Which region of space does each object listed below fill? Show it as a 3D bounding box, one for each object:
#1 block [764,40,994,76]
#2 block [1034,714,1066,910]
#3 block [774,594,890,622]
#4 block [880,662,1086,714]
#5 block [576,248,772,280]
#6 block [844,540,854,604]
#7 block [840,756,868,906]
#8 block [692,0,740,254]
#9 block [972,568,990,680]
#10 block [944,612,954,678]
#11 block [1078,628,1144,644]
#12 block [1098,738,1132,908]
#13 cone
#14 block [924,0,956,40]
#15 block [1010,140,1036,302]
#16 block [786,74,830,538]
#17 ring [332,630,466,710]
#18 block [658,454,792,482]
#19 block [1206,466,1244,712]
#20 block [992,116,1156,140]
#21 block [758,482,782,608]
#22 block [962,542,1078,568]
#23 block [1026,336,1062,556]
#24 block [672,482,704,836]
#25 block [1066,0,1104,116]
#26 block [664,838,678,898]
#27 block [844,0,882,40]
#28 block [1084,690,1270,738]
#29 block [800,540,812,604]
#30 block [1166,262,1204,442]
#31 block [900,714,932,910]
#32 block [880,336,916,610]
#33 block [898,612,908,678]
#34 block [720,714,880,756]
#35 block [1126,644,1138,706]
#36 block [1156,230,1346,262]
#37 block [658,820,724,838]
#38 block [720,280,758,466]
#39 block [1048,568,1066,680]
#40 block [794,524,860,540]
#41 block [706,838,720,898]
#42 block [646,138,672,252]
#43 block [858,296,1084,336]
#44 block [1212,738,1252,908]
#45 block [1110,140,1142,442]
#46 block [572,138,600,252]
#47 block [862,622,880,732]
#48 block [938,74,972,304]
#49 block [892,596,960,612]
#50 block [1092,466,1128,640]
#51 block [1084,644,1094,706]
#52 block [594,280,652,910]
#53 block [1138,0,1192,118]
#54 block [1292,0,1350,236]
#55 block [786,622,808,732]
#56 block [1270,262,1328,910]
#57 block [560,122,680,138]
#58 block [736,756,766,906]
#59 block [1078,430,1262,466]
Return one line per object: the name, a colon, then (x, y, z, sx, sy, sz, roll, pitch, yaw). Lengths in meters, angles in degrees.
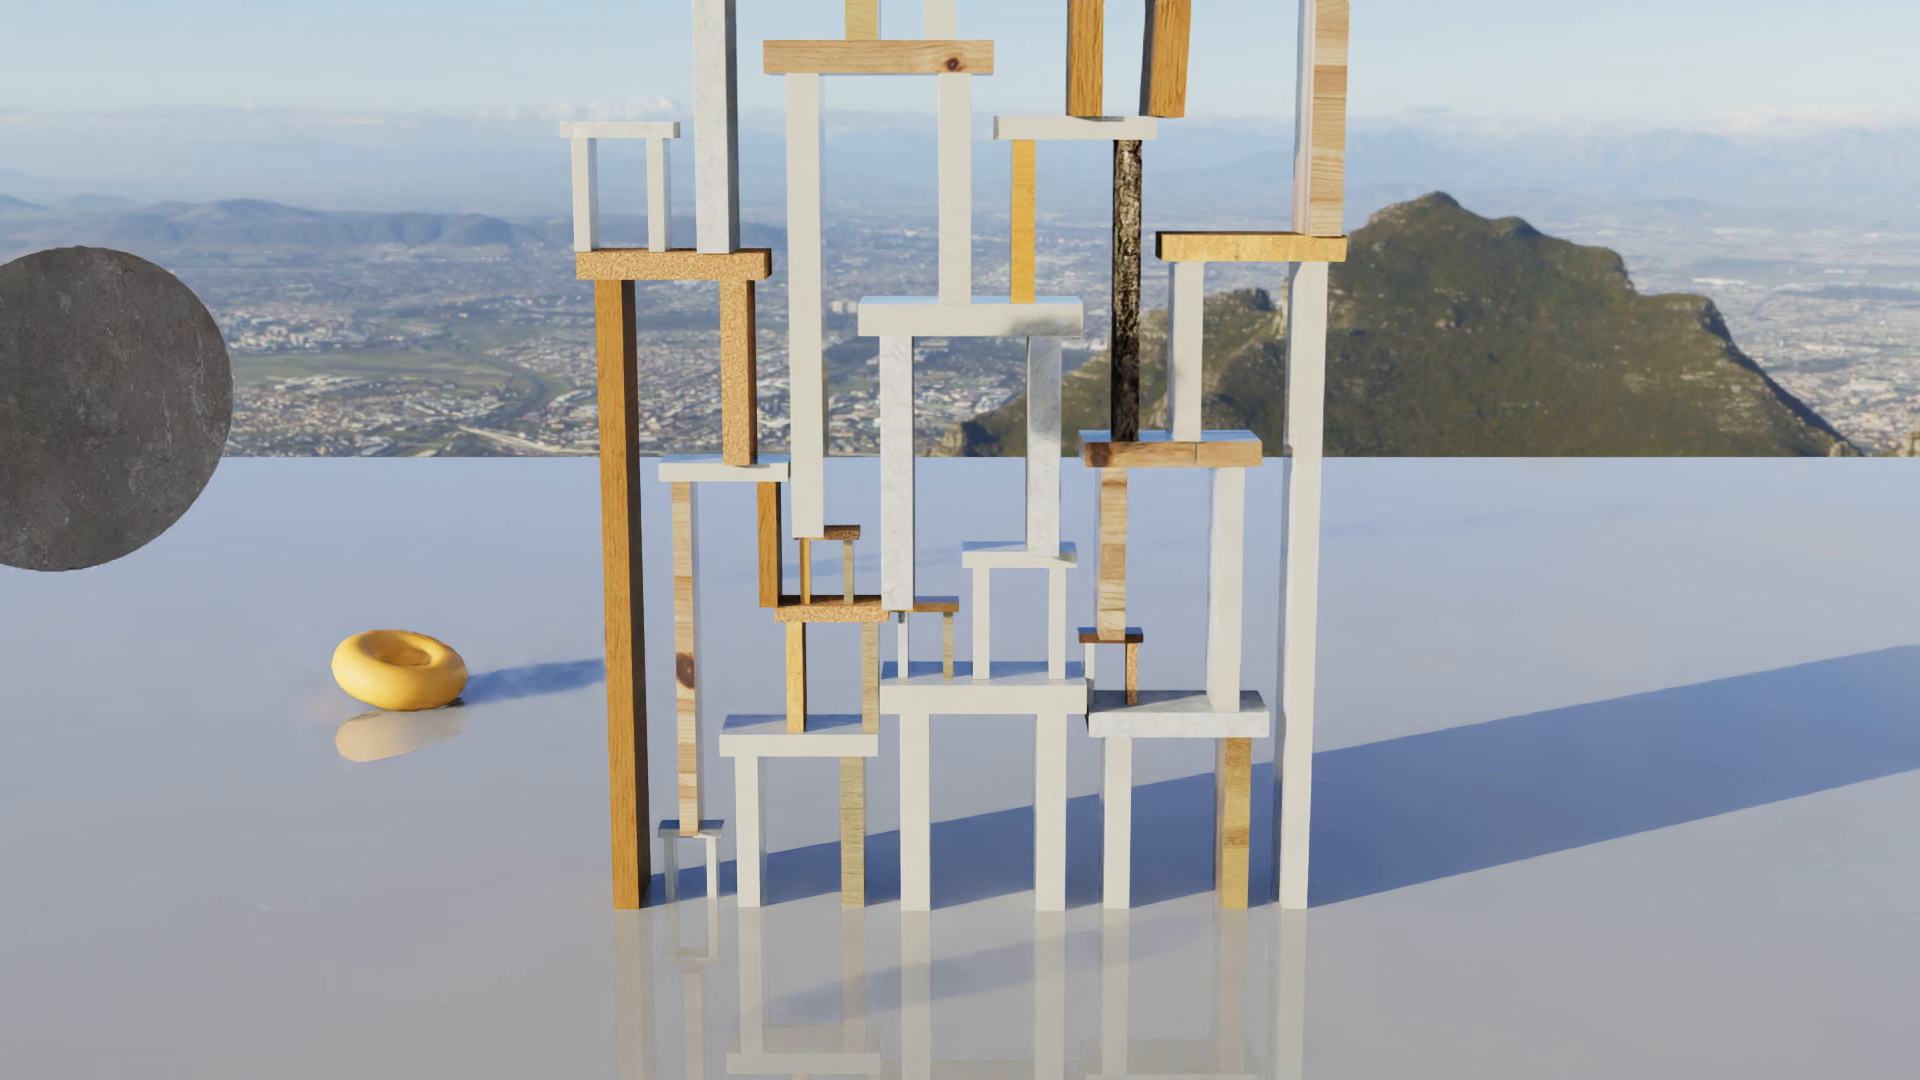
block: (-0.124, -0.749, 3.421, 0.350, 0.050, 0.175, 0, 11, 0)
block: (0.148, 0.427, 3.640, 0.047, 0.331, 0.166, 0, 11, 0)
block: (-0.206, 0.111, 3.579, 0.183, 0.026, 0.091, 0, 11, 0)
block: (0.038, 0.241, 3.605, 0.331, 0.047, 0.166, 0, 11, 0)
block: (-0.449, -0.437, 3.476, 0.291, 0.041, 0.145, 0, 11, 0)
block: (-0.180, 0.047, 3.566, 0.015, 0.105, 0.053, 0, 10, 0)
block: (-0.176, 0.464, 3.646, 0.036, 0.256, 0.128, 0, 11, 0)
block: (-0.380, -0.787, 3.417, 0.049, 0.669, 0.174, 0, 11, 0)
block: (0.034, 0.127, 3.587, 0.026, 0.184, 0.092, 0, 11, 0)
block: (-0.019, 0.165, 3.588, 0.015, 0.109, 0.054, 0, 11, 0)
block: (0.245, 0.155, 3.587, 0.104, 0.015, 0.052, 0, 10, 0)
block: (0.257, 0.447, 3.643, 0.041, 0.290, 0.145, 0, 11, 0)
cone: (-0.713, -0.127, 1.647, 0.239, 0.239, 0.239, -10, 24, -44)
block: (-0.031, -0.944, 3.388, 0.049, 0.344, 0.172, -1, 11, 0)
block: (0.098, -0.504, 3.469, 0.035, 0.250, 0.125, 0, 11, 0)
block: (-0.240, -0.373, 3.491, 0.050, 0.717, 0.175, 0, 11, 0)
ring: (-1.253, 0.290, 4.920, 0.297, 0.099, 0.297, 13, 18, -4)
block: (-0.375, -0.116, 3.533, 0.204, 0.029, 0.102, 0, 11, 0)
block: (0.430, 0.068, 3.577, 0.040, 0.399, 0.140, 0, 10, 0)
block: (0.177, -0.645, 3.442, 0.250, 0.035, 0.125, 0, 11, 0)
block: (-0.307, -0.002, 3.555, 0.029, 0.204, 0.102, 0, 11, 0)
block: (0.096, 0.023, 3.568, 0.184, 0.026, 0.092, 0, 11, 0)
block: (0.133, -0.161, 3.532, 0.049, 0.349, 0.175, 0, 11, 0)
block: (-0.443, 0.186, 3.589, 0.029, 0.586, 0.102, 0, 11, 0)
block: (0.194, -0.888, 3.400, 0.049, 0.458, 0.172, 0, 11, 0)
block: (-0.481, 0.538, 3.663, 0.015, 0.104, 0.052, 0, 11, 0)
block: (-0.150, -0.945, 3.387, 0.049, 0.347, 0.174, 0, 11, 0)
block: (0.353, 0.285, 3.613, 0.290, 0.041, 0.145, 0, 11, 0)
block: (-0.250, 0.047, 3.565, 0.015, 0.105, 0.053, 0, 11, 0)
block: (0.357, -0.305, 3.499, 0.040, 0.283, 0.141, 0, 10, 0)
block: (-0.073, 0.427, 3.640, 0.047, 0.331, 0.166, 0, 11, 0)
block: (-0.099, -0.119, 3.541, 0.049, 0.436, 0.175, 0, 11, 0)
block: (-0.092, 0.165, 3.588, 0.015, 0.109, 0.054, 0, 11, 0)
block: (-0.261, 0.321, 3.619, 0.256, 0.036, 0.128, 0, 11, 0)
block: (0.280, 0.213, 3.599, 0.015, 0.104, 0.052, 0, 11, 0)
block: (0.456, -0.464, 3.470, 0.283, 0.040, 0.141, 0, 10, 0)
block: (-0.446, 0.479, 3.652, 0.104, 0.015, 0.052, 0, 11, 0)
block: (-0.352, -0.274, 3.506, 0.041, 0.291, 0.145, 0, 10, 0)
block: (0.158, 0.127, 3.588, 0.026, 0.185, 0.092, 0, 11, 0)
block: (-0.215, -0.012, 3.555, 0.105, 0.015, 0.053, 0, 11, 0)
block: (-0.411, 0.538, 3.663, 0.015, 0.104, 0.052, 0, 11, 0)
block: (-0.473, -0.544, 3.461, 0.025, 0.175, 0.087, 0, 11, 0)
block: (0.017, -0.357, 3.496, 0.349, 0.049, 0.175, 0, 11, 0)
block: (0.450, 0.447, 3.643, 0.041, 0.290, 0.145, 0, 11, 0)
block: (0.263, -0.397, 3.487, 0.035, 0.468, 0.125, 0, 10, 0)
block: (-0.589, -0.544, 3.461, 0.025, 0.175, 0.087, 0, 11, 0)
block: (-0.145, 0.214, 3.598, 0.026, 0.183, 0.091, 0, 11, 0)
block: (-0.007, -0.553, 3.458, 0.050, 0.350, 0.175, 0, 11, 0)
block: (-0.056, 0.104, 3.577, 0.109, 0.015, 0.054, 0, 11, 0)
block: (0.242, 0.010, 3.564, 0.040, 0.280, 0.140, 0, 10, -1)
block: (0.211, 0.213, 3.599, 0.015, 0.104, 0.052, 0, 11, 0)
block: (-0.546, 0.087, 3.573, 0.041, 1.024, 0.145, 0, 11, 0)
block: (0.323, -0.837, 3.411, 0.050, 0.356, 0.178, 2, 11, -2)
block: (0.563, -0.749, 3.423, 0.050, 0.537, 0.178, 0, 10, 0)
block: (-0.267, 0.214, 3.597, 0.026, 0.183, 0.091, 0, 11, 0)
block: (0.549, 0.073, 3.570, 0.040, 1.052, 0.141, 0, 10, 0)
block: (-0.530, -0.642, 3.442, 0.175, 0.025, 0.087, 0, 11, 0)
block: (-0.346, 0.464, 3.646, 0.036, 0.256, 0.128, 0, 11, 0)
block: (0.335, -0.148, 3.535, 0.280, 0.040, 0.140, 0, 10, -1)
